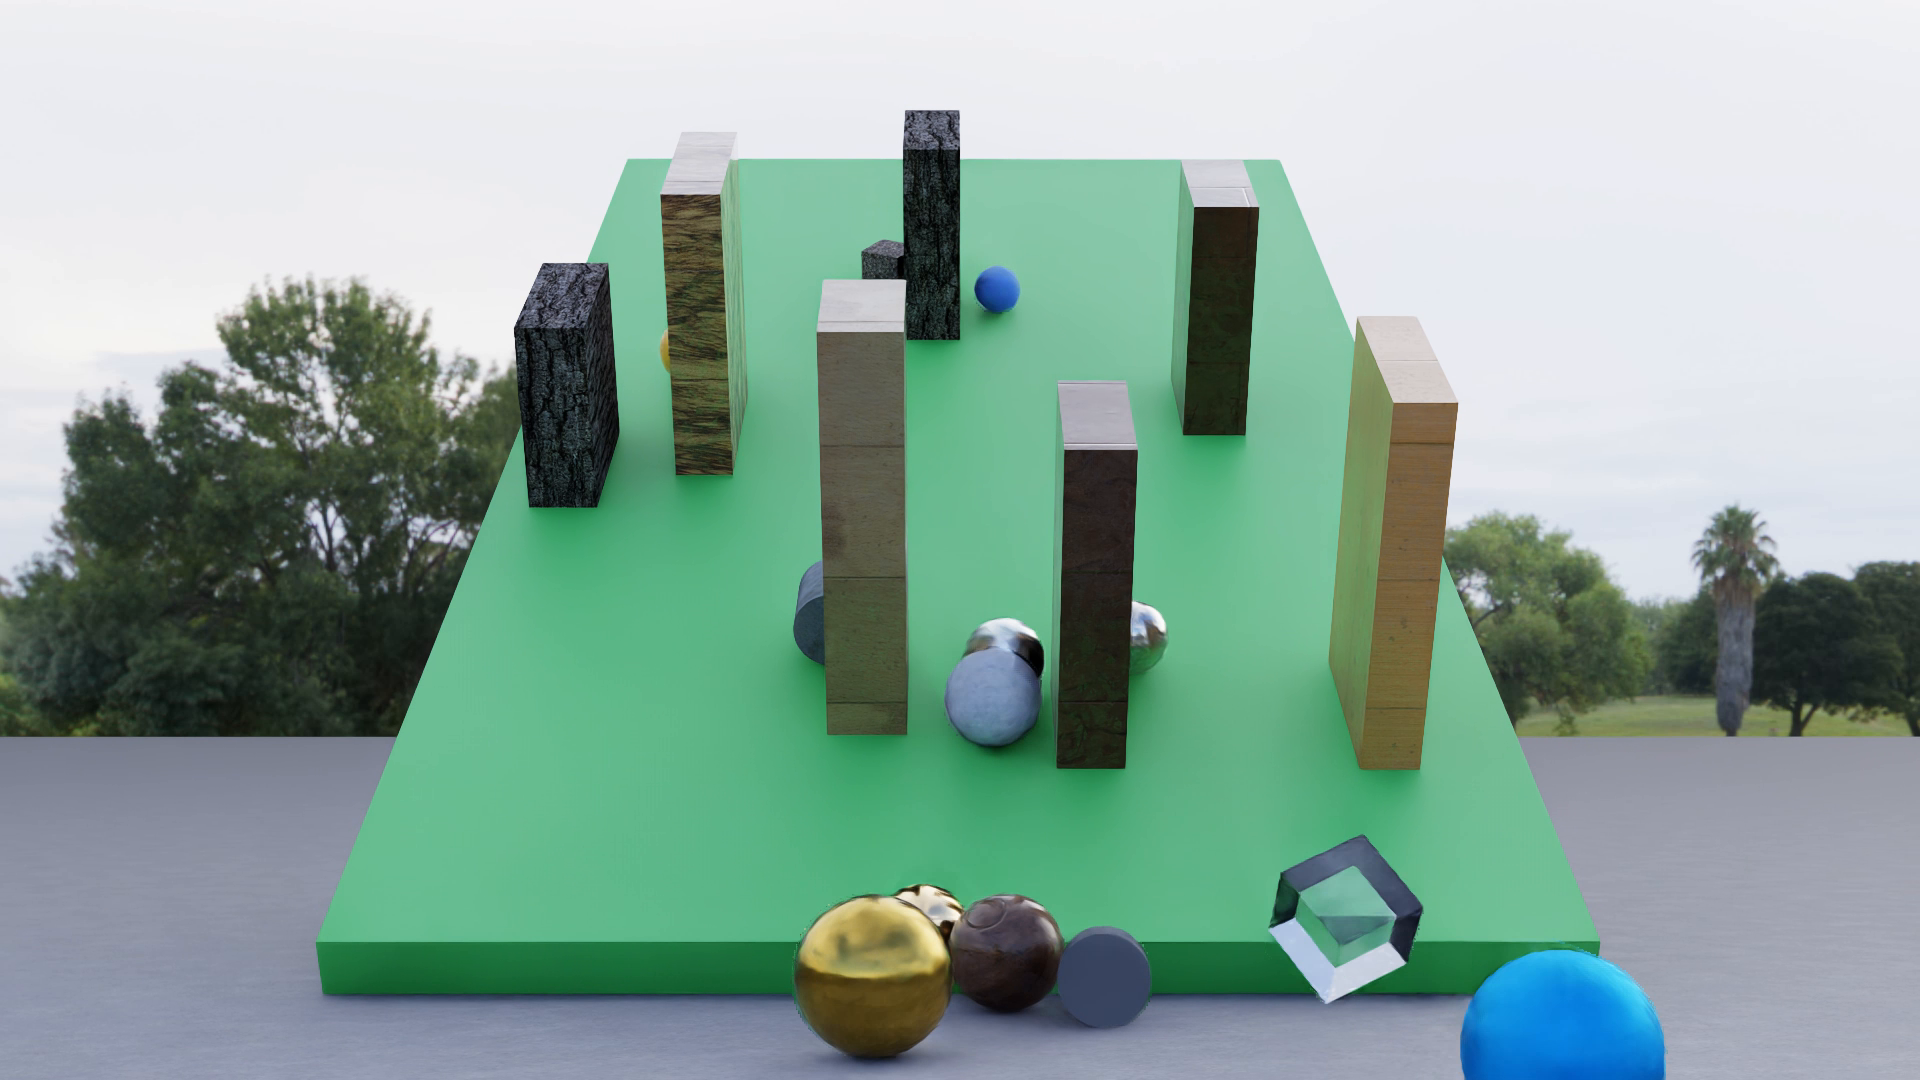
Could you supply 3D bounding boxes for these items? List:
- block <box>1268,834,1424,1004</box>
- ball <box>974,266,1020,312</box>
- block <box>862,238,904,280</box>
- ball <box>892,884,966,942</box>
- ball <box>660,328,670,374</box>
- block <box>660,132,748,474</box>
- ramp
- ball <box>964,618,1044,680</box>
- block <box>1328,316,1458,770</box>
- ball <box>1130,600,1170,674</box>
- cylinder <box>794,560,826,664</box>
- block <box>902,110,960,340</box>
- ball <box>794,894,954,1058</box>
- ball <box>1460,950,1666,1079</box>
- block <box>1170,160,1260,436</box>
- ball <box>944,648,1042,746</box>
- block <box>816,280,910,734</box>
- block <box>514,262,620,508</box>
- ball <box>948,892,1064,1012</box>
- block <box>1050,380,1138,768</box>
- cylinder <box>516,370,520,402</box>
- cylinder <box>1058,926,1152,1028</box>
[{"bbox_3d":[0.584,0.575,3.593,0.152,0.152,0.152,-21,-39,-21],"label":"block"},{"bbox_3d":[0.097,-0.646,6.084,0.117,0.117,0.117,0,-5,0],"label":"ball"},{"bbox_3d":[-0.184,-0.716,6.231,0.109,0.109,0.109,14,30,25],"label":"block"},{"bbox_3d":[-0.057,0.598,3.606,0.148,0.148,0.148,0,-5,0],"label":"ball"},{"bbox_3d":[-0.635,-0.452,5.641,0.164,0.164,0.164,0,-5,0],"label":"ball"},{"bbox_3d":[-0.563,-0.531,5.263,0.125,0.644,0.443,0,27,0],"label":"block"},{"bbox_3d":[-0.010,-0.227,5.491,2.000,0.100,4.000,0,27,0],"label":"ramp"},{"bbox_3d":[0.080,0.217,4.329,0.149,0.149,0.149,0,-5,0],"label":"ball"},{"bbox_3d":[0.751,0.003,4.147,0.105,0.697,0.385,0,27,0],"label":"block"},{"bbox_3d":[0.323,0.182,4.414,0.137,0.137,0.137,0,-5,0],"label":"ball"},{"bbox_3d":[-0.235,0.135,4.486,0.153,0.153,0.153,0,27,0],"label":"cylinder"},{"bbox_3d":[-0.070,-0.796,5.963,0.139,0.493,0.332,0,27,0],"label":"block"},{"bbox_3d":[-0.110,0.554,3.007,0.205,0.205,0.205,0,-5,0],"label":"ball"},{"bbox_3d":[0.592,0.503,2.329,0.197,0.197,0.197,0,-5,0],"label":"ball"},{"bbox_3d":[0.581,-0.559,5.436,0.142,0.546,0.337,0,27,0],"label":"block"},{"bbox_3d":[0.058,0.278,4.180,0.173,0.173,0.173,0,-5,0],"label":"ball"},{"bbox_3d":[-0.166,-0.052,4.169,0.143,0.772,0.246,0,27,0],"label":"block"},{"bbox_3d":[-0.849,-0.341,5.144,0.145,0.411,0.393,0,27,0],"label":"block"},{"bbox_3d":[0.068,0.609,3.499,0.173,0.173,0.173,0,-5,0],"label":"ball"},{"bbox_3d":[0.229,0.061,4.125,0.120,0.612,0.290,0,27,0],"label":"block"},{"bbox_3d":[-0.907,-0.385,5.459,0.207,0.207,0.207,-2,-4,-4],"label":"cylinder"},{"bbox_3d":[0.205,0.620,3.364,0.130,0.130,0.130,0,-5,3],"label":"cylinder"}]
